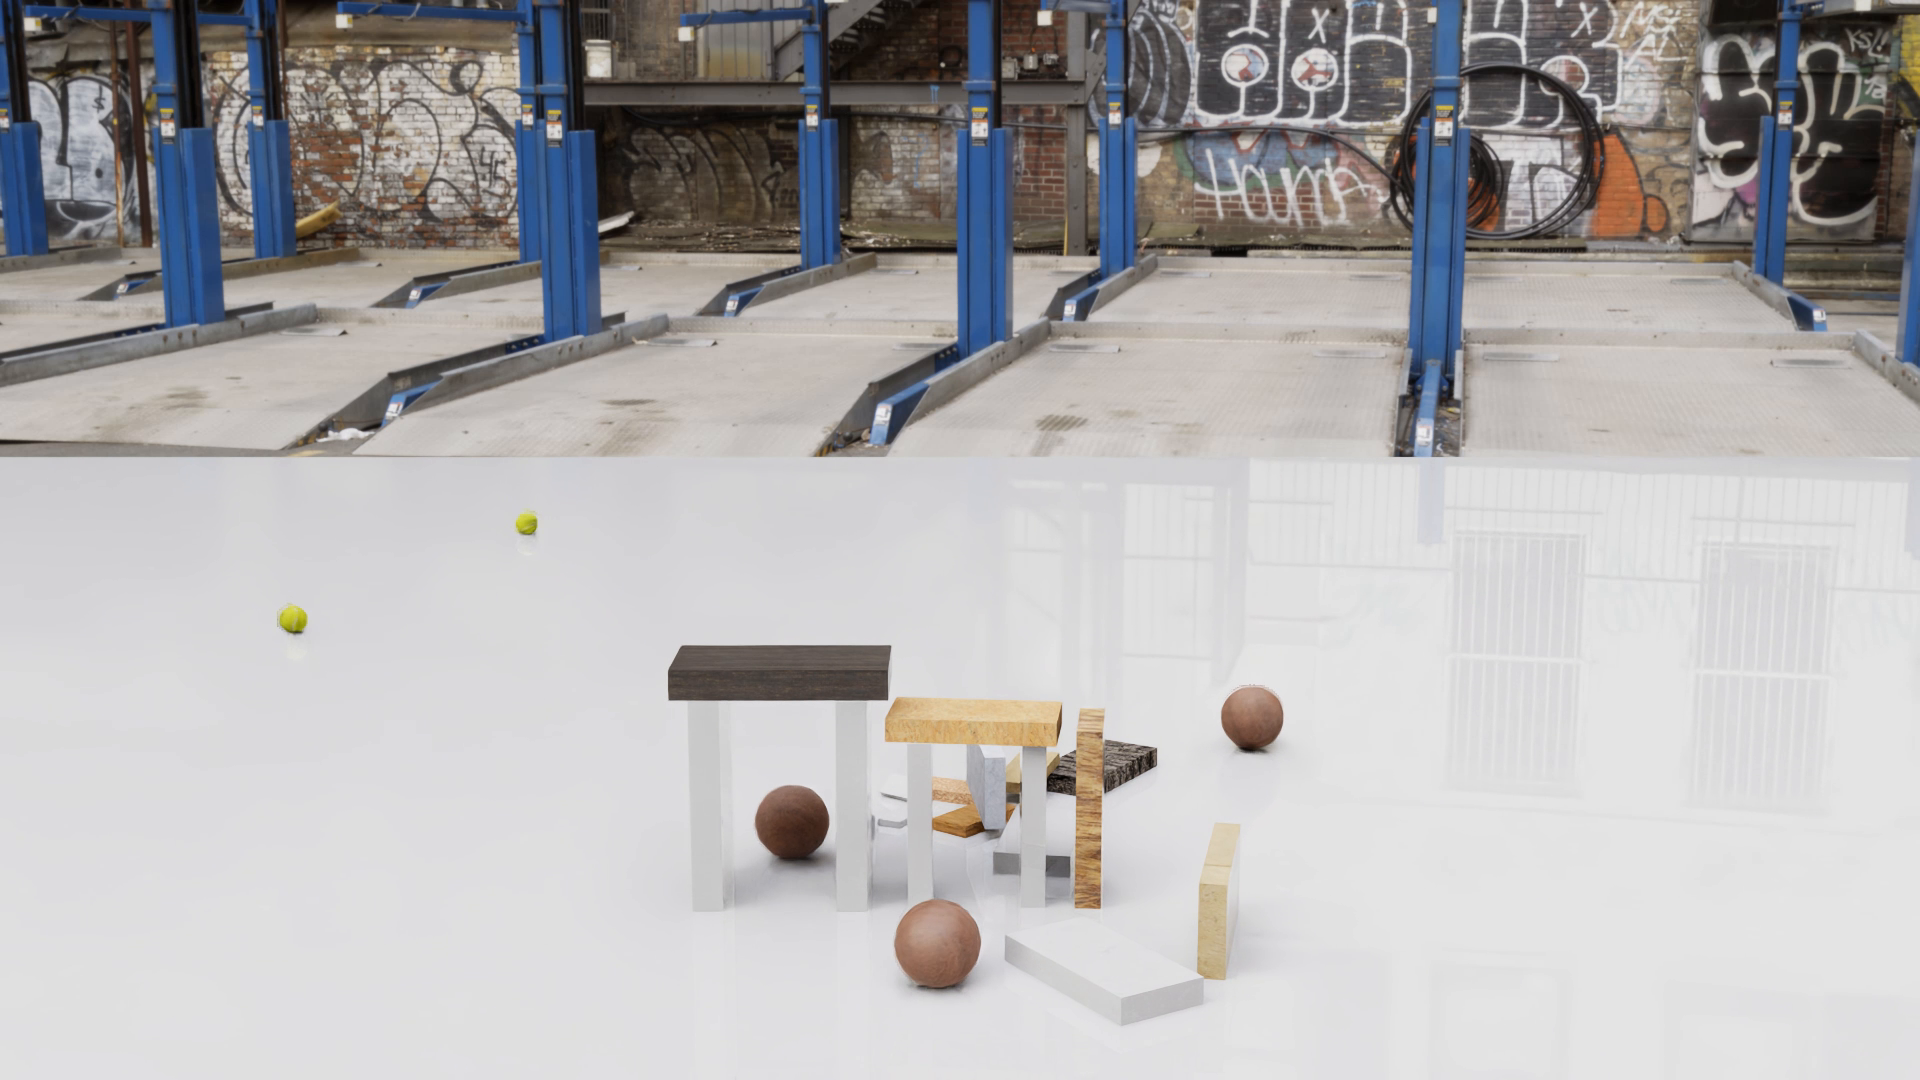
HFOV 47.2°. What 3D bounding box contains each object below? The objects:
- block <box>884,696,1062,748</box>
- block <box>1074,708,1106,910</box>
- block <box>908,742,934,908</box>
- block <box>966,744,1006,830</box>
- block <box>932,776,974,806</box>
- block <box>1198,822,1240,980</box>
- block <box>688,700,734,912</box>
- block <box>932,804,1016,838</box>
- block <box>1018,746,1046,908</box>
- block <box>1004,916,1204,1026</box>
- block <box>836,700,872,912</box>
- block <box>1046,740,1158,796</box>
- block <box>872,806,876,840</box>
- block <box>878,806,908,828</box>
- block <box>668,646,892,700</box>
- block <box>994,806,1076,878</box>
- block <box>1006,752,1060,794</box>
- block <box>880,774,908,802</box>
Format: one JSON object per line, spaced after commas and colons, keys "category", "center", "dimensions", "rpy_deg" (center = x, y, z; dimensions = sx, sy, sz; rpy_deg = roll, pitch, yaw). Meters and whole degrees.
{"category": "block", "center": [0.024, 0.298, 3.611], "dimensions": [0.278, 0.039, 0.139], "rpy_deg": [1, 11, 6]}
{"category": "block", "center": [0.216, 0.443, 3.643], "dimensions": [0.042, 0.299, 0.149], "rpy_deg": [1, 11, 5]}
{"category": "block", "center": [-0.066, 0.453, 3.646], "dimensions": [0.039, 0.278, 0.139], "rpy_deg": [0, 11, 0]}
{"category": "block", "center": [0.047, 0.426, 4.067], "dimensions": [0.038, 0.133, 0.289], "rpy_deg": [-1, 11, -6]}
{"category": "block", "center": [-0.004, 0.480, 4.199], "dimensions": [0.156, 0.022, 0.078], "rpy_deg": [5, 12, 24]}
{"category": "block", "center": [0.405, 0.559, 3.428], "dimensions": [0.042, 0.149, 0.299], "rpy_deg": [2, 11, 11]}
{"category": "block", "center": [-0.411, 0.416, 3.639], "dimensions": [0.050, 0.353, 0.176], "rpy_deg": [0, 11, 0]}
{"category": "block", "center": [0.030, 0.510, 4.037], "dimensions": [0.078, 0.022, 0.156], "rpy_deg": [9, 14, 39]}
{"category": "block", "center": [0.120, 0.453, 3.645], "dimensions": [0.039, 0.278, 0.139], "rpy_deg": [0, 11, 0]}
{"category": "block", "center": [0.212, 0.640, 3.285], "dimensions": [0.149, 0.042, 0.299], "rpy_deg": [-7, 12, -32]}
{"category": "block", "center": [-0.175, 0.416, 3.639], "dimensions": [0.050, 0.353, 0.176], "rpy_deg": [0, 11, 0]}
{"category": "block", "center": [0.269, 0.448, 4.328], "dimensions": [0.133, 0.038, 0.266], "rpy_deg": [6, 12, 31]}
{"category": "block", "center": [-0.164, 0.507, 3.988], "dimensions": [0.013, 0.046, 0.092], "rpy_deg": [-1, 11, -7]}
{"category": "block", "center": [-0.109, 0.511, 4.059], "dimensions": [0.046, 0.013, 0.092], "rpy_deg": [5, 12, 26]}
{"category": "block", "center": [-0.291, 0.217, 3.607], "dimensions": [0.353, 0.050, 0.176], "rpy_deg": [0, 11, 0]}
{"category": "block", "center": [0.145, 0.531, 3.884], "dimensions": [0.133, 0.038, 0.265], "rpy_deg": [2, 11, 10]}
{"category": "block", "center": [0.128, 0.444, 4.214], "dimensions": [0.078, 0.022, 0.156], "rpy_deg": [3, 18, 22]}
{"category": "block", "center": [-0.104, 0.474, 4.188], "dimensions": [0.092, 0.013, 0.046], "rpy_deg": [8, 53, 38]}
